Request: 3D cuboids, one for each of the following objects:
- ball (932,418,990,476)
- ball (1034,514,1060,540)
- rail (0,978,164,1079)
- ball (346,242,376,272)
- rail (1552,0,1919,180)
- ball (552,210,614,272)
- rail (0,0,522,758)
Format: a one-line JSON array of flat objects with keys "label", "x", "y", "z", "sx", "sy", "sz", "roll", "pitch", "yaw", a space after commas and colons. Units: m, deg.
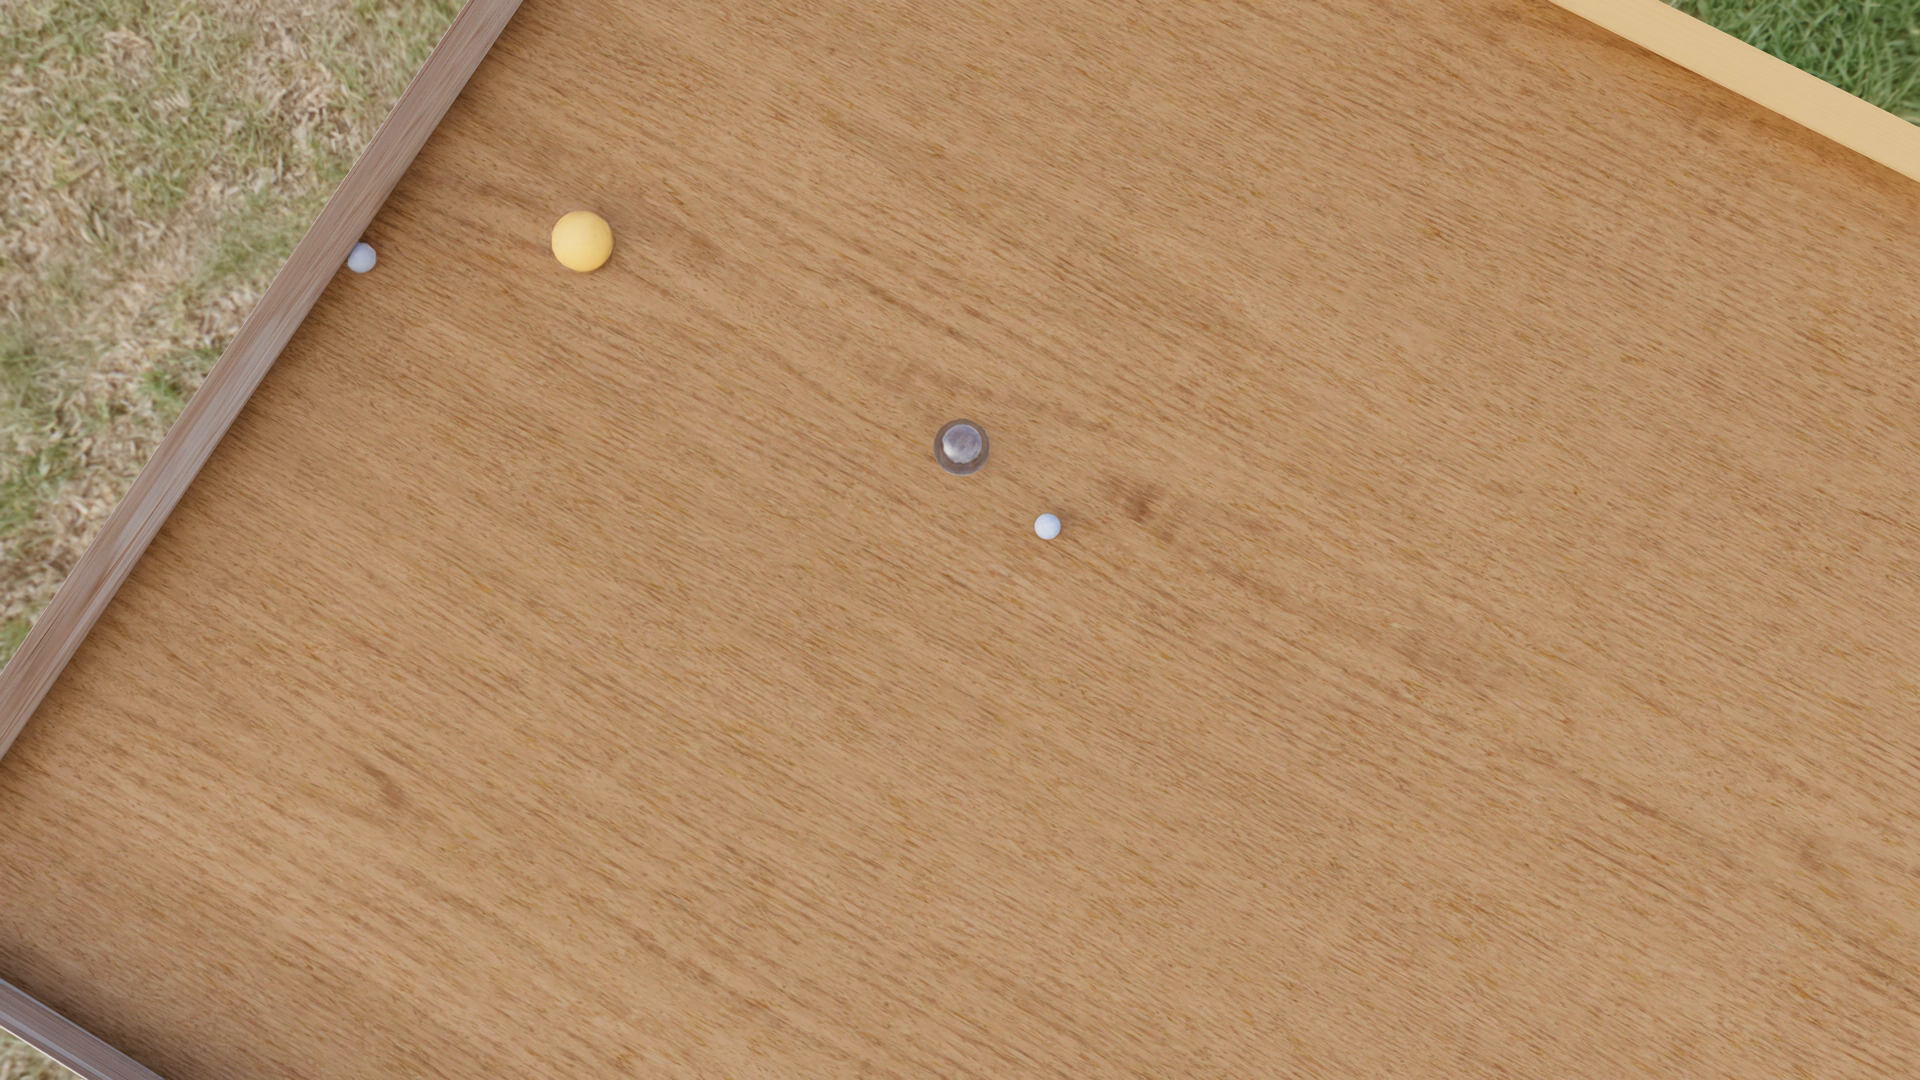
[{"label": "ball", "x": 0.003, "y": -0.143, "z": 3.381, "sx": 0.089, "sy": 0.089, "sz": 0.089, "roll": 0, "pitch": 75, "yaw": 0}, {"label": "ball", "x": 0.134, "y": -0.021, "z": 3.373, "sx": 0.040, "sy": 0.040, "sz": 0.040, "roll": 0, "pitch": 75, "yaw": 0}, {"label": "rail", "x": 0.334, "y": 1.586, "z": 2.890, "sx": 4.420, "sy": 0.125, "sz": 0.045, "roll": 29, "pitch": 77, "yaw": 7}, {"label": "ball", "x": -0.949, "y": -0.448, "z": 3.485, "sx": 0.048, "sy": 0.048, "sz": 0.048, "roll": 0, "pitch": 75, "yaw": 0}, {"label": "rail", "x": 1.589, "y": -0.553, "z": 3.473, "sx": 4.420, "sy": 0.125, "sz": 0.045, "roll": 29, "pitch": 77, "yaw": 7}, {"label": "ball", "x": -0.596, "y": -0.471, "z": 3.466, "sx": 0.096, "sy": 0.096, "sz": 0.096, "roll": 0, "pitch": 75, "yaw": 0}, {"label": "rail", "x": -0.941, "y": -0.523, "z": 3.464, "sx": 0.045, "sy": 0.125, "sz": 2.595, "roll": 29, "pitch": 77, "yaw": 7}]
